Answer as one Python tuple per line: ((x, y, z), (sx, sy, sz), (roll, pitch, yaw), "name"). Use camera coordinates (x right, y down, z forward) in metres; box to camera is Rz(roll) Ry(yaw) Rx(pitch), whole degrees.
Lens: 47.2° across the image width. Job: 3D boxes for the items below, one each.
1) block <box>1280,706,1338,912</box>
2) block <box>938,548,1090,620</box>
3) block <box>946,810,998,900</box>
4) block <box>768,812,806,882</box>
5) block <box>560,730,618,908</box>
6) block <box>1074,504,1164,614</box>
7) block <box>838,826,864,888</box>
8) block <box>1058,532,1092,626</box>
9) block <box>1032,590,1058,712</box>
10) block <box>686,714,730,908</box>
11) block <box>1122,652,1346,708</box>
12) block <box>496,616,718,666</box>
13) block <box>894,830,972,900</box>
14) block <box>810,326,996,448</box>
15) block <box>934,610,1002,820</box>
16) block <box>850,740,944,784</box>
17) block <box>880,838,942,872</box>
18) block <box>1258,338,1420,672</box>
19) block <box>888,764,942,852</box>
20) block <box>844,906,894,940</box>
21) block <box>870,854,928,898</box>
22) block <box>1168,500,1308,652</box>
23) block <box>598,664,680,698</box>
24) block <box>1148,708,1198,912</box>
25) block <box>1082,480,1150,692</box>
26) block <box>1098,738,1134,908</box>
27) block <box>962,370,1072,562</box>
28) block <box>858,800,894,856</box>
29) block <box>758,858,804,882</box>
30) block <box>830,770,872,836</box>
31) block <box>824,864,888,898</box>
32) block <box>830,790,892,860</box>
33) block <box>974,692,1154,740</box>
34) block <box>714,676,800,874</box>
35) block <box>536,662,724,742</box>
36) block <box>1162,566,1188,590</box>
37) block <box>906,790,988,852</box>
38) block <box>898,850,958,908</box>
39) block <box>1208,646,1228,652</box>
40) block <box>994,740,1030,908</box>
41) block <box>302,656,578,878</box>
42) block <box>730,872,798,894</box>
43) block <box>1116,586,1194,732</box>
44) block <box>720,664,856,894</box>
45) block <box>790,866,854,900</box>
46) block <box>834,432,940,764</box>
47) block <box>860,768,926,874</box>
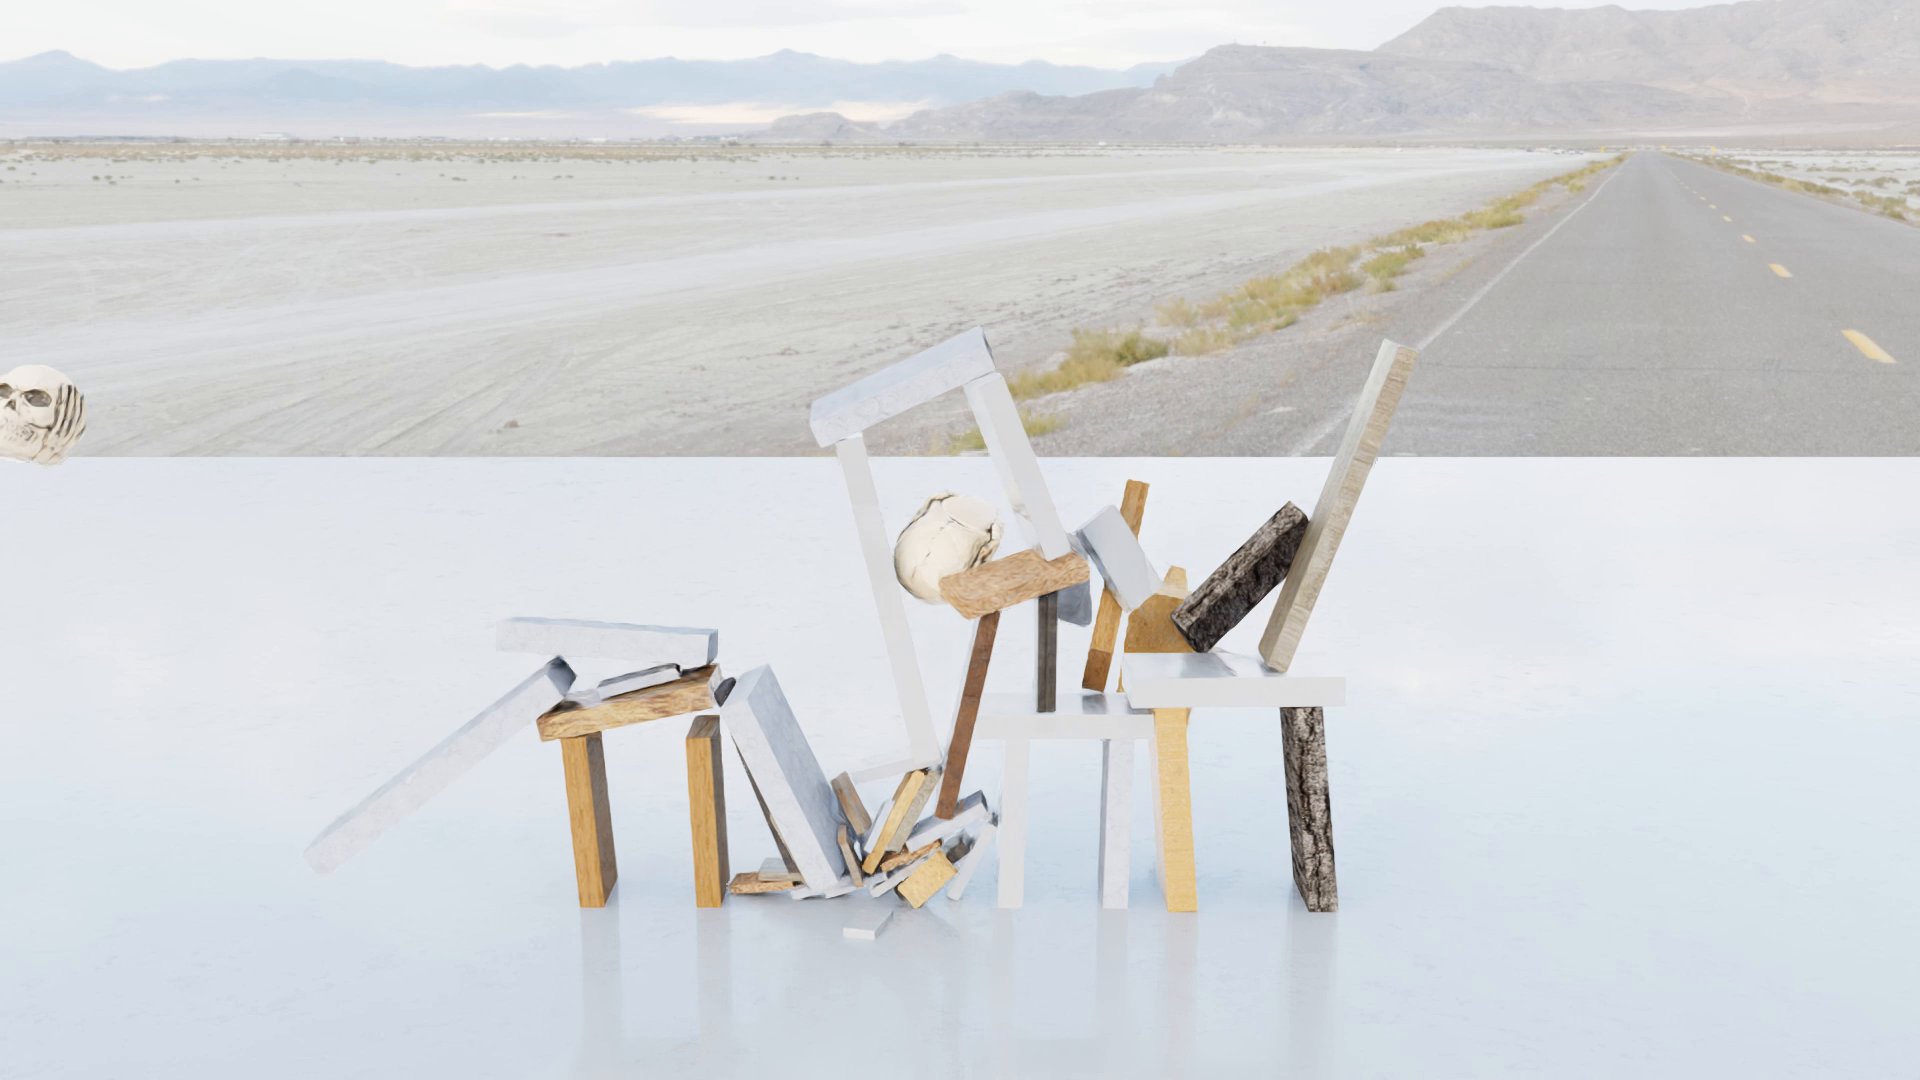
((0.574, 0.421, 3.633), (0.049, 0.343, 0.171), (-6, 10, 1), "block")
((0.086, 0.062, 3.485), (0.215, 0.030, 0.108), (-18, 26, -18), "block")
((0.021, 0.523, 3.656), (0.020, 0.143, 0.072), (28, 10, -4), "block")
((-0.270, 0.488, 3.608), (0.019, 0.131, 0.066), (-22, 19, 13), "block")
((-0.614, 0.447, 3.647), (0.041, 0.286, 0.143), (-5, 10, 1), "block")
((0.261, 0.030, 3.601), (0.081, 0.161, 0.023), (-38, 11, -29), "block")
((-0.179, 0.520, 3.614), (0.013, 0.094, 0.047), (-18, 14, 3), "block")
((0.187, 0.064, 3.808), (0.081, 0.161, 0.023), (17, -32, -34), "block")
((0.139, 0.159, 3.574), (0.030, 0.215, 0.108), (0, 17, -2), "block")
((-0.417, 0.448, 3.647), (0.041, 0.286, 0.143), (-2, 11, 0), "block")
((0.443, 0.228, 3.593), (0.343, 0.049, 0.171), (0, 11, -2), "block")
((-0.579, 0.166, 3.637), (0.342, 0.048, 0.171), (4, 1, -1), "block")
((-0.045, 0.540, 3.658), (0.143, 0.020, 0.072), (-37, 8, 7), "block")
((-0.092, -0.245, 3.496), (0.301, 0.043, 0.150), (-24, 17, 5), "block")
((0.012, 0.263, 3.569), (0.030, 0.378, 0.108), (11, 21, -3), "block")
((-0.104, 0.365, 3.624), (0.149, 0.021, 0.075), (-14, 11, -1), "block")
((-0.080, 0.514, 3.648), (0.106, 0.015, 0.053), (-25, 11, 8), "block")
((0.606, -0.056, 3.546), (0.034, 0.550, 0.118), (20, 10, -4), "block")
((-0.075, 0.438, 3.637), (0.021, 0.149, 0.075), (28, 8, -6), "block")
((-0.146, 0.612, 3.512), (0.051, 0.015, 0.103), (3, 11, 15), "block")
((-0.102, 0.554, 3.662), (0.106, 0.015, 0.053), (-34, 9, 6), "block")
((0.473, 0.066, 3.649), (0.039, 0.274, 0.137), (45, -3, 28), "block")
((-0.526, 0.229, 3.611), (0.131, 0.019, 0.066), (-14, 8, -3), "block")
((0.348, 0.421, 3.633), (0.049, 0.343, 0.171), (-5, 11, 0), "block")
((0.263, 0.076, 3.707), (0.039, 0.339, 0.137), (12, -32, 4), "block")
((0.258, 0.449, 3.643), (0.041, 0.286, 0.143), (2, 11, 0), "block")
((0.086, -0.124, 3.475), (0.043, 0.301, 0.150), (-24, 16, -6), "block")
((-0.137, 0.475, 3.627), (0.013, 0.094, 0.047), (27, -20, -5), "block")
((-0.276, 0.549, 3.660), (0.110, 0.016, 0.055), (1, 17, 9), "block")
((-0.180, 0.437, 3.657), (0.015, 0.103, 0.051), (-27, 1, 16), "block")
((-0.172, 0.566, 3.665), (0.106, 0.015, 0.053), (-18, 10, 4), "block")
((-0.162, 0.492, 3.714), (0.015, 0.204, 0.051), (-20, 47, 19), "block")
((0.168, 0.288, 3.611), (0.286, 0.041, 0.143), (0, 11, -1), "block")
((-0.326, 0.387, 3.618), (0.019, 0.333, 0.066), (-18, 13, 15), "block")
((-0.539, 0.266, 3.611), (0.286, 0.041, 0.143), (-12, 10, 4), "block")
((0.418, 0.180, 4.381), (0.034, 0.118, 0.237), (13, 48, -9), "block")
((-0.023, 0.464, 3.637), (0.143, 0.020, 0.072), (-28, 11, 5), "block")
((-0.053, 0.553, 3.586), (0.098, 0.047, 0.013), (-44, -7, 21), "block")
((0.403, 0.236, 3.833), (0.161, 0.023, 0.081), (-29, 31, -29), "block")
((0.086, 0.449, 3.643), (0.041, 0.286, 0.143), (2, 10, -2), "block")
((-0.849, 0.368, 3.609), (0.492, 0.048, 0.171), (-36, 8, 3), "block")
((-0.325, 0.570, 3.678), (0.110, 0.016, 0.055), (-7, 13, 11), "block")
((0.367, 0.218, 4.009), (0.137, 0.275, 0.039), (12, 24, 11), "block")
((-0.278, 0.387, 3.593), (0.048, 0.342, 0.171), (-22, 13, 13), "block")
((-0.225, 0.568, 3.657), (0.110, 0.016, 0.055), (-17, 10, 4), "block")
((-0.120, 0.087, 3.566), (0.043, 0.539, 0.150), (-14, 11, -3), "block")
((-0.110, 0.456, 3.646), (0.021, 0.192, 0.075), (28, 8, -6), "block")
